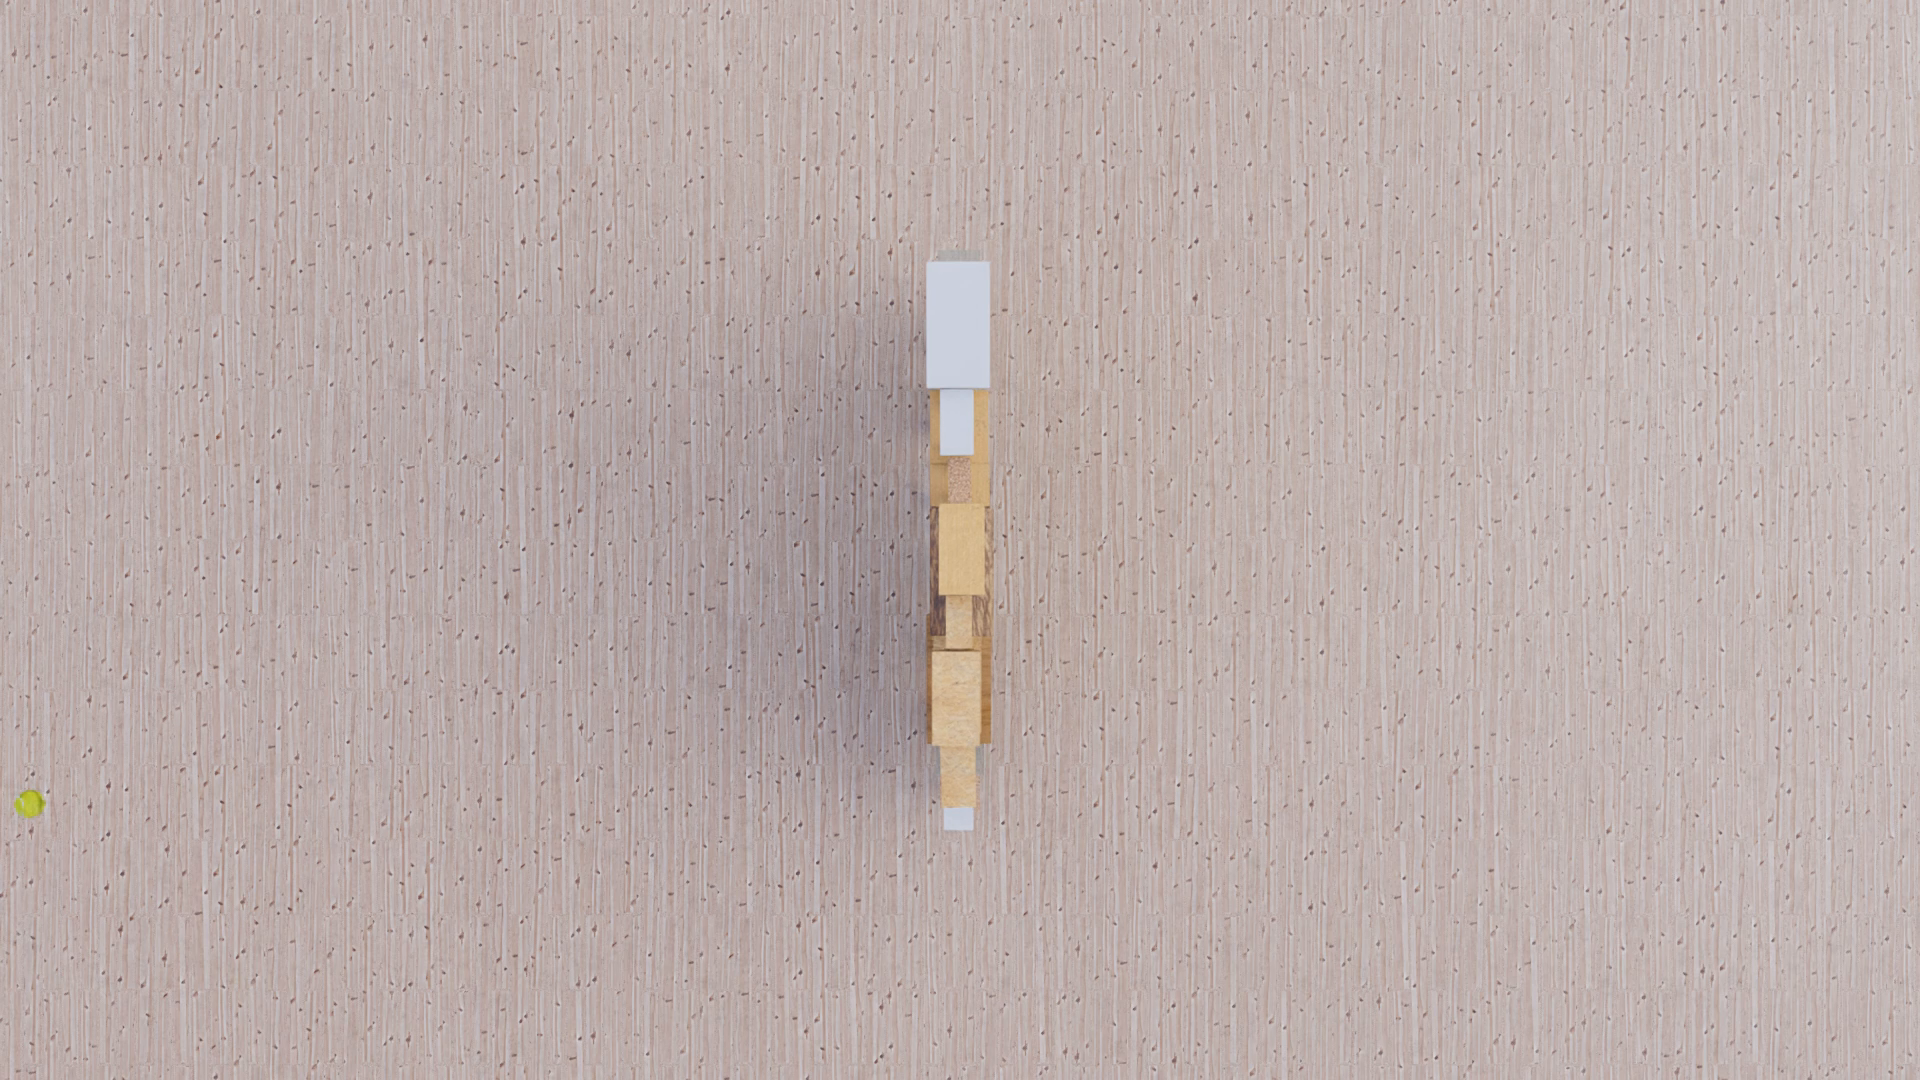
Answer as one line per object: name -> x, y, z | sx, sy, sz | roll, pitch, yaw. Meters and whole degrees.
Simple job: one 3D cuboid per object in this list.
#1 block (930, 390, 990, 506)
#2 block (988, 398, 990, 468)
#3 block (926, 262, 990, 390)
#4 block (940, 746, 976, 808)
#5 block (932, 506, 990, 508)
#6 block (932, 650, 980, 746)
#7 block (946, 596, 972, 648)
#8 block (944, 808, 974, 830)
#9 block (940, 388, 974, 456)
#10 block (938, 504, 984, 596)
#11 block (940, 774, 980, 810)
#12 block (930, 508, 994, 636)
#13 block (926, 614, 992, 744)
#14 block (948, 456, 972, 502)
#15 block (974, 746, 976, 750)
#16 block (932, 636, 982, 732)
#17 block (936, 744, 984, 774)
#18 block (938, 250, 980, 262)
block -> -0.001, -0.233, 4.158 | 0.148, 0.042, 0.295 | 0, 90, 0
block -> 0.004, -0.259, 5.118 | 0.178, 0.050, 0.356 | 0, 90, 0
block -> -0.004, -0.513, 3.952 | 0.150, 0.043, 0.301 | 0, 90, 1
block -> -0.004, 0.583, 4.140 | 0.086, 0.024, 0.173 | -1, 89, 0
block -> 0.004, -0.009, 4.734 | 0.168, 0.048, 0.336 | 0, 90, 0
block -> -0.009, 0.380, 3.959 | 0.113, 0.032, 0.227 | 0, 90, 0
block -> -0.002, 0.196, 3.944 | 0.063, 0.018, 0.125 | 0, 90, 0
block -> -0.003, 0.717, 4.550 | 0.081, 0.023, 0.161 | 1, 90, 0
block -> -0.008, -0.283, 3.967 | 0.080, 0.023, 0.159 | 0, 90, 0
block -> 0.004, 0.022, 3.850 | 0.106, 0.030, 0.212 | 0, 90, 0
block -> 0.000, 0.734, 5.237 | 0.123, 0.035, 0.246 | 0, 90, 0
block -> 0.004, 0.080, 4.100 | 0.158, 0.045, 0.316 | 0, 90, 0
block -> -0.003, 0.378, 4.509 | 0.175, 0.050, 0.350 | 0, 90, 0
block -> -0.001, -0.149, 4.020 | 0.055, 0.016, 0.110 | 0, 90, 0
block -> -0.003, 0.524, 4.240 | 0.086, 0.173, 0.024 | -1, 89, 0
block -> -0.007, 0.368, 4.220 | 0.123, 0.035, 0.247 | 0, 90, 0
block -> 0.000, 0.556, 4.903 | 0.140, 0.040, 0.280 | 0, 90, 0
block -> -0.003, -0.681, 4.563 | 0.118, 0.034, 0.237 | 0, 90, 0
